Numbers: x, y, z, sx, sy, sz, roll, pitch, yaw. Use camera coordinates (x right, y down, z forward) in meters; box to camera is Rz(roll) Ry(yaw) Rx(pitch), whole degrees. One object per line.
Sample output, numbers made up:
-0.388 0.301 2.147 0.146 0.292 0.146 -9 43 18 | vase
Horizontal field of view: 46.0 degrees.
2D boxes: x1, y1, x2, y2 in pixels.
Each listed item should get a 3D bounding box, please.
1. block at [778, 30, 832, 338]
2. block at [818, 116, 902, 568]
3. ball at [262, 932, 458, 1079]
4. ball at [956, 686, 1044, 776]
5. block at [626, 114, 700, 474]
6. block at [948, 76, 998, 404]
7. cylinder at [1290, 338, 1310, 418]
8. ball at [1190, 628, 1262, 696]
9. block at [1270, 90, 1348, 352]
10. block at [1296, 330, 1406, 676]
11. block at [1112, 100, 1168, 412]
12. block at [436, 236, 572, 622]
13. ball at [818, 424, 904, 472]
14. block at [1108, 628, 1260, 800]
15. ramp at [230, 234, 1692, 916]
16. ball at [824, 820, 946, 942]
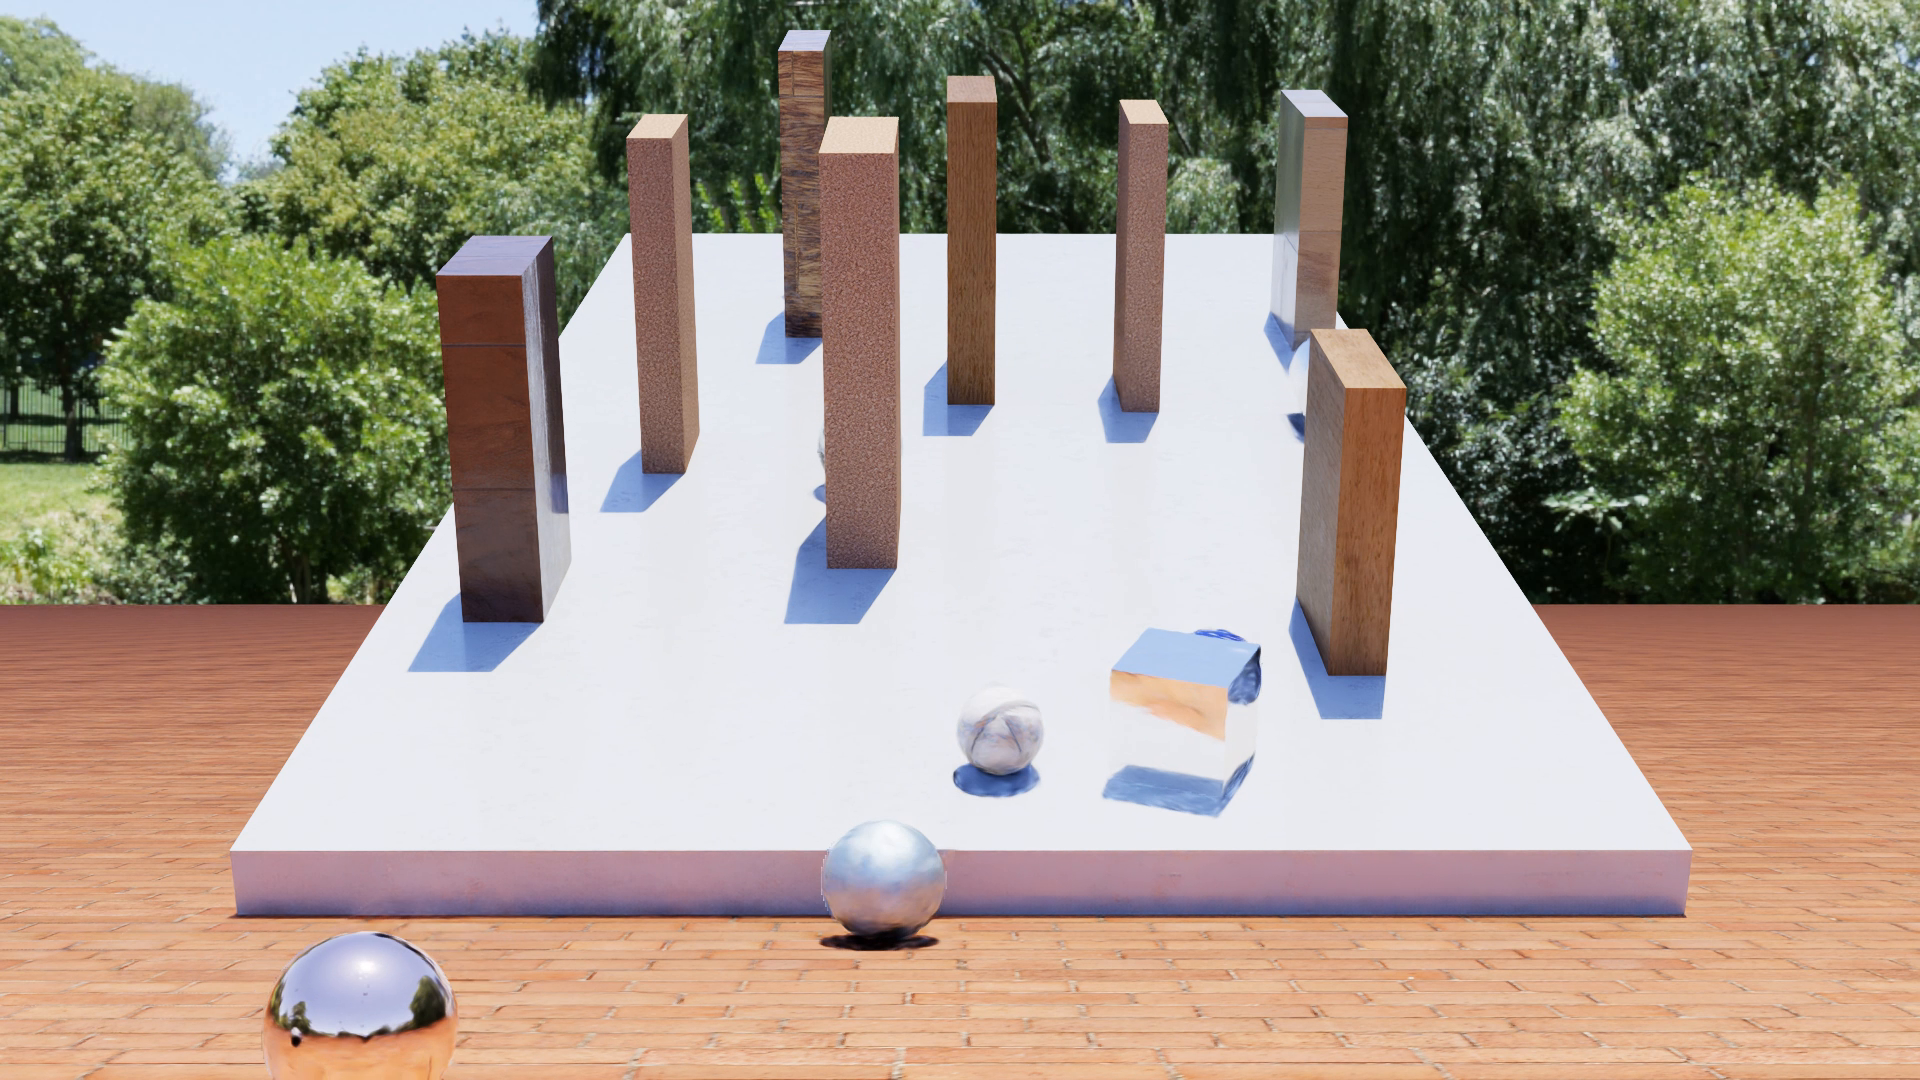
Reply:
-0.386 -0.910 5.755 0.108 0.711 0.392 0 20 0 | block
-0.179 -0.369 4.178 0.128 0.759 0.382 0 20 0 | block
-0.500 0.407 1.890 0.159 0.159 0.159 0 -1 0 | ball
0.059 0.278 3.307 0.130 0.130 0.130 0 -1 0 | ball
-0.609 -0.509 4.670 0.088 0.689 0.287 0 20 0 | block
0.025 -0.694 5.199 0.108 0.681 0.394 0 20 0 | block
0.826 -0.344 4.962 0.186 0.186 0.186 0 20 2 | cylinder
0.387 0.211 3.465 0.151 0.151 0.151 0 -1 0 | ball
0.869 -0.805 5.667 0.102 0.576 0.424 0 20 0 | block
0.643 -0.069 3.755 0.095 0.483 0.365 0 20 0 | block
0.405 -0.645 5.116 0.083 0.646 0.326 0 20 0 | block
-0.782 -0.196 3.917 0.139 0.607 0.303 0 20 0 | block
-0.199 -0.188 4.539 0.175 0.175 0.175 0 -1 0 | ball
0.329 0.251 3.318 0.174 0.174 0.174 8 21 21 | block
-0.005 -0.205 4.992 2.000 0.100 4.000 0 20 0 | ramp
-0.097 0.434 2.885 0.155 0.155 0.155 0 -1 0 | ball
